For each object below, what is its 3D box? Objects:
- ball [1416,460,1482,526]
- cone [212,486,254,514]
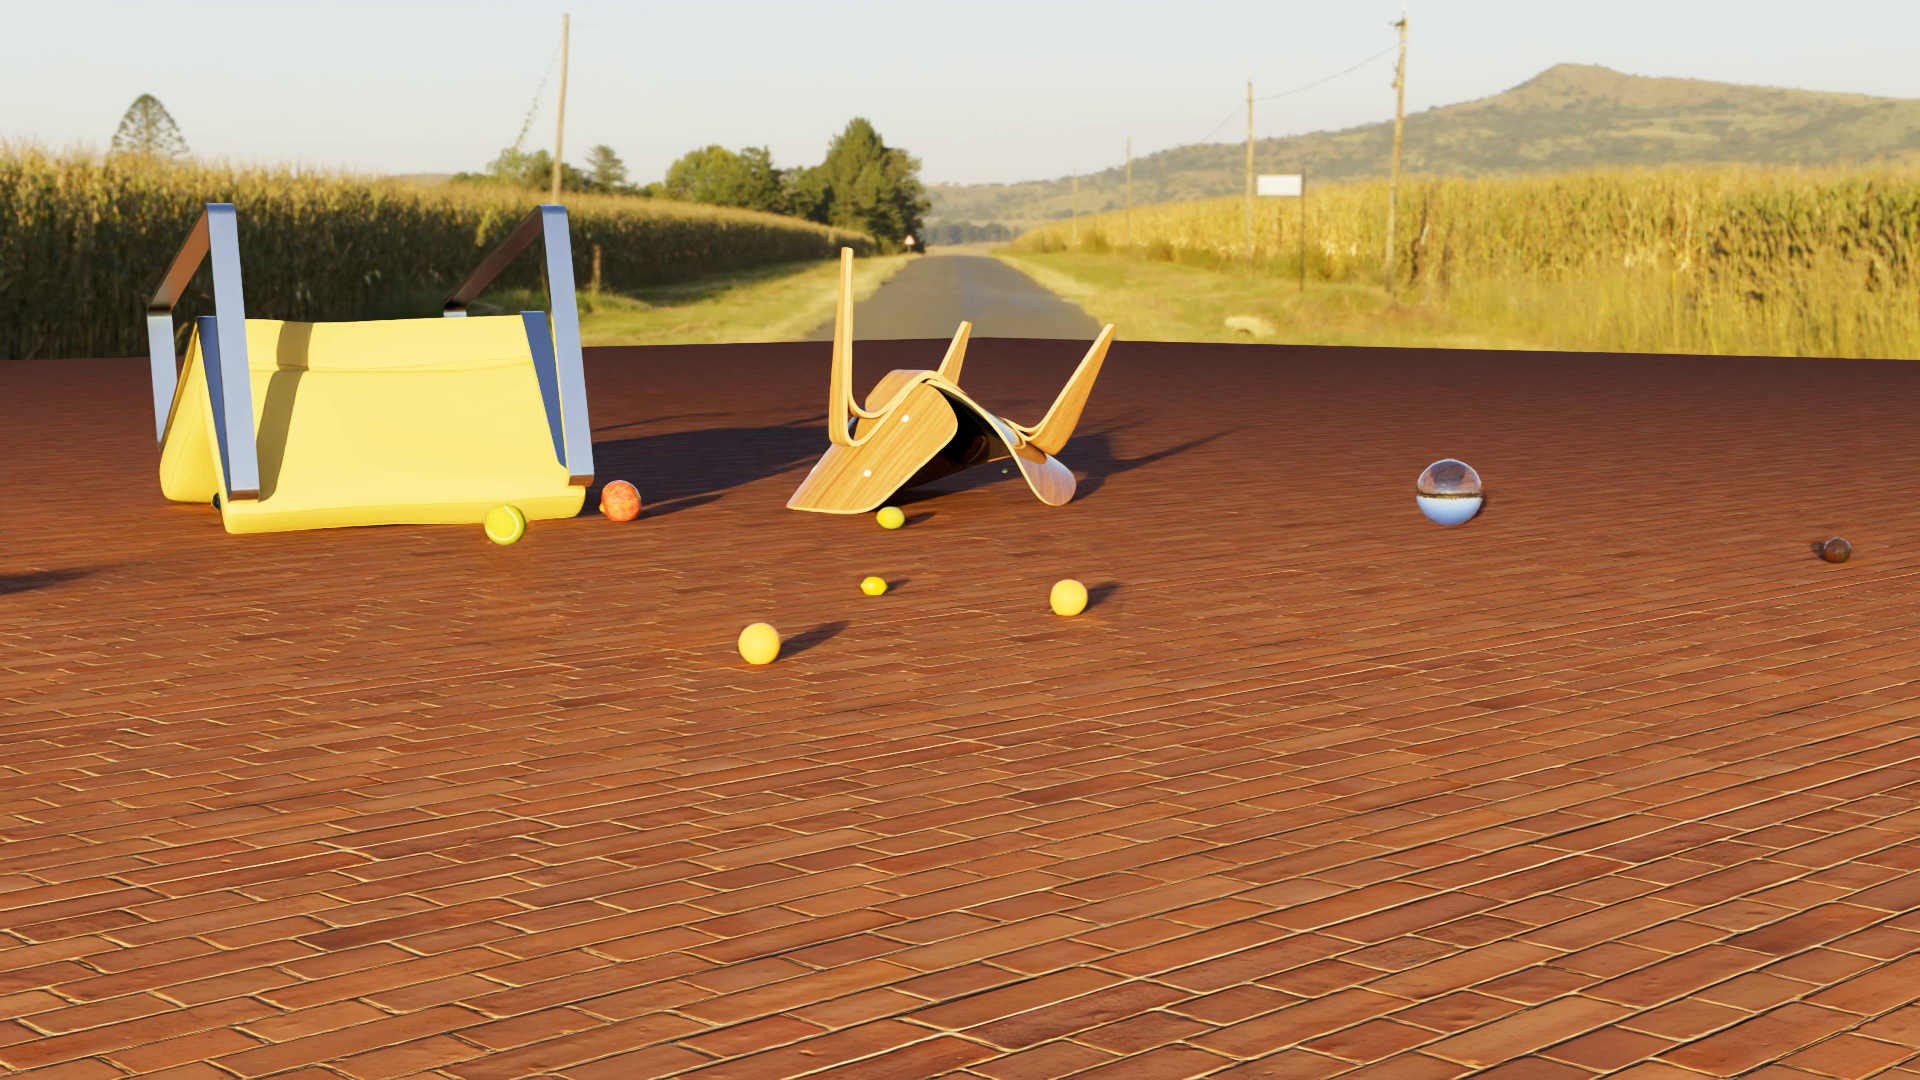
[{"bbox_3d":[1.291,-0.125,6.769,0.175,0.175,0.175,0,6,0],"label":"ball"},{"bbox_3d":[-2.016,-0.094,7.137,0.114,0.083,0.091,1,-19,-9],"label":"cone"}]
